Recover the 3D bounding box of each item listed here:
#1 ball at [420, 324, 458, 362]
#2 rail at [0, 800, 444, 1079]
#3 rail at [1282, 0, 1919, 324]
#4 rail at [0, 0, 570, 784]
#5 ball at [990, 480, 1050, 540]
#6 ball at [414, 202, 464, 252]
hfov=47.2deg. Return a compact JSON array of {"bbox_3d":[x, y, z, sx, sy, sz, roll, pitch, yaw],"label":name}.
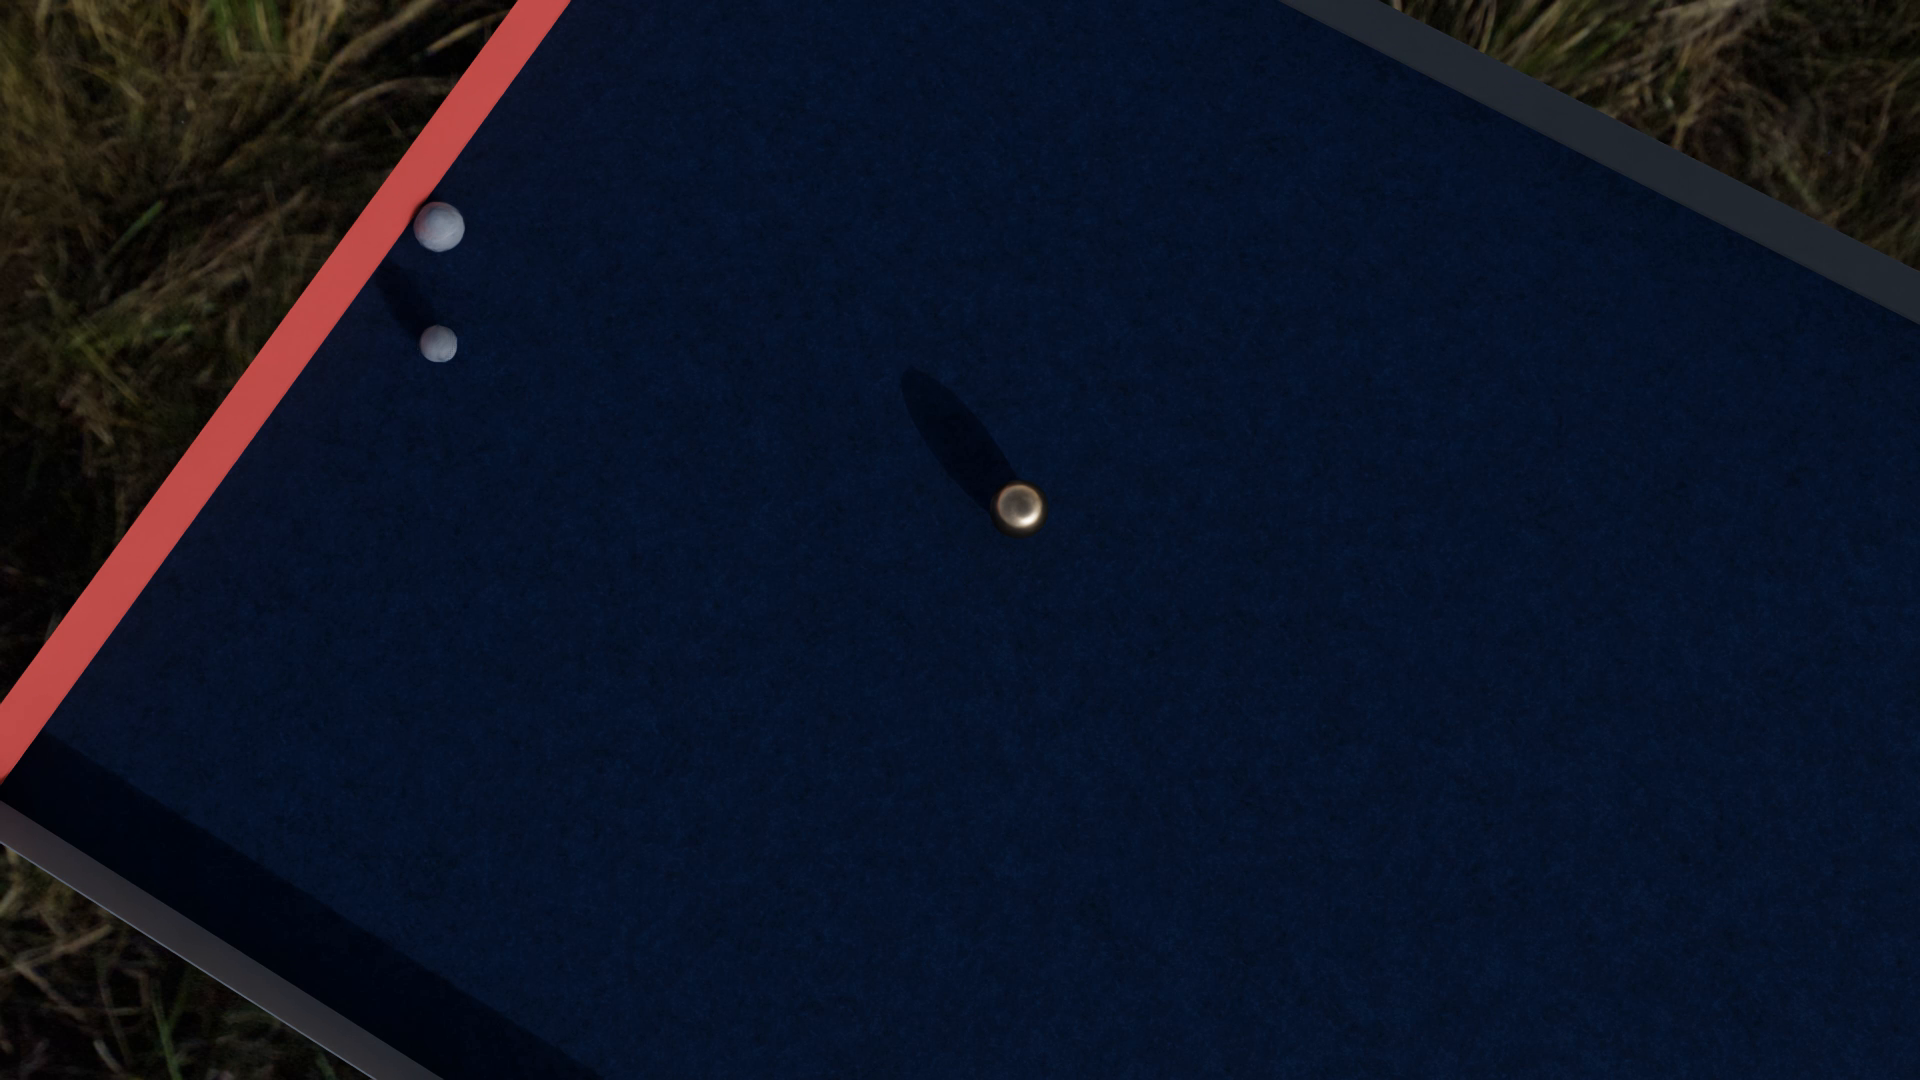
[{"bbox_3d":[-0.827,-0.311,3.490,0.060,0.060,0.060,0,73,0],"label":"ball"},{"bbox_3d":[0.372,1.411,2.920,4.292,0.120,0.045,29,75,9],"label":"rail"},{"bbox_3d":[1.478,-0.386,3.481,4.292,0.120,0.045,29,75,9],"label":"rail"},{"bbox_3d":[-0.904,-0.515,3.521,0.045,0.120,2.230,29,75,9],"label":"rail"},{"bbox_3d":[0.091,-0.048,3.391,0.092,0.092,0.092,0,73,0],"label":"ball"},{"bbox_3d":[-0.839,-0.504,3.539,0.081,0.081,0.081,0,73,0],"label":"ball"}]
